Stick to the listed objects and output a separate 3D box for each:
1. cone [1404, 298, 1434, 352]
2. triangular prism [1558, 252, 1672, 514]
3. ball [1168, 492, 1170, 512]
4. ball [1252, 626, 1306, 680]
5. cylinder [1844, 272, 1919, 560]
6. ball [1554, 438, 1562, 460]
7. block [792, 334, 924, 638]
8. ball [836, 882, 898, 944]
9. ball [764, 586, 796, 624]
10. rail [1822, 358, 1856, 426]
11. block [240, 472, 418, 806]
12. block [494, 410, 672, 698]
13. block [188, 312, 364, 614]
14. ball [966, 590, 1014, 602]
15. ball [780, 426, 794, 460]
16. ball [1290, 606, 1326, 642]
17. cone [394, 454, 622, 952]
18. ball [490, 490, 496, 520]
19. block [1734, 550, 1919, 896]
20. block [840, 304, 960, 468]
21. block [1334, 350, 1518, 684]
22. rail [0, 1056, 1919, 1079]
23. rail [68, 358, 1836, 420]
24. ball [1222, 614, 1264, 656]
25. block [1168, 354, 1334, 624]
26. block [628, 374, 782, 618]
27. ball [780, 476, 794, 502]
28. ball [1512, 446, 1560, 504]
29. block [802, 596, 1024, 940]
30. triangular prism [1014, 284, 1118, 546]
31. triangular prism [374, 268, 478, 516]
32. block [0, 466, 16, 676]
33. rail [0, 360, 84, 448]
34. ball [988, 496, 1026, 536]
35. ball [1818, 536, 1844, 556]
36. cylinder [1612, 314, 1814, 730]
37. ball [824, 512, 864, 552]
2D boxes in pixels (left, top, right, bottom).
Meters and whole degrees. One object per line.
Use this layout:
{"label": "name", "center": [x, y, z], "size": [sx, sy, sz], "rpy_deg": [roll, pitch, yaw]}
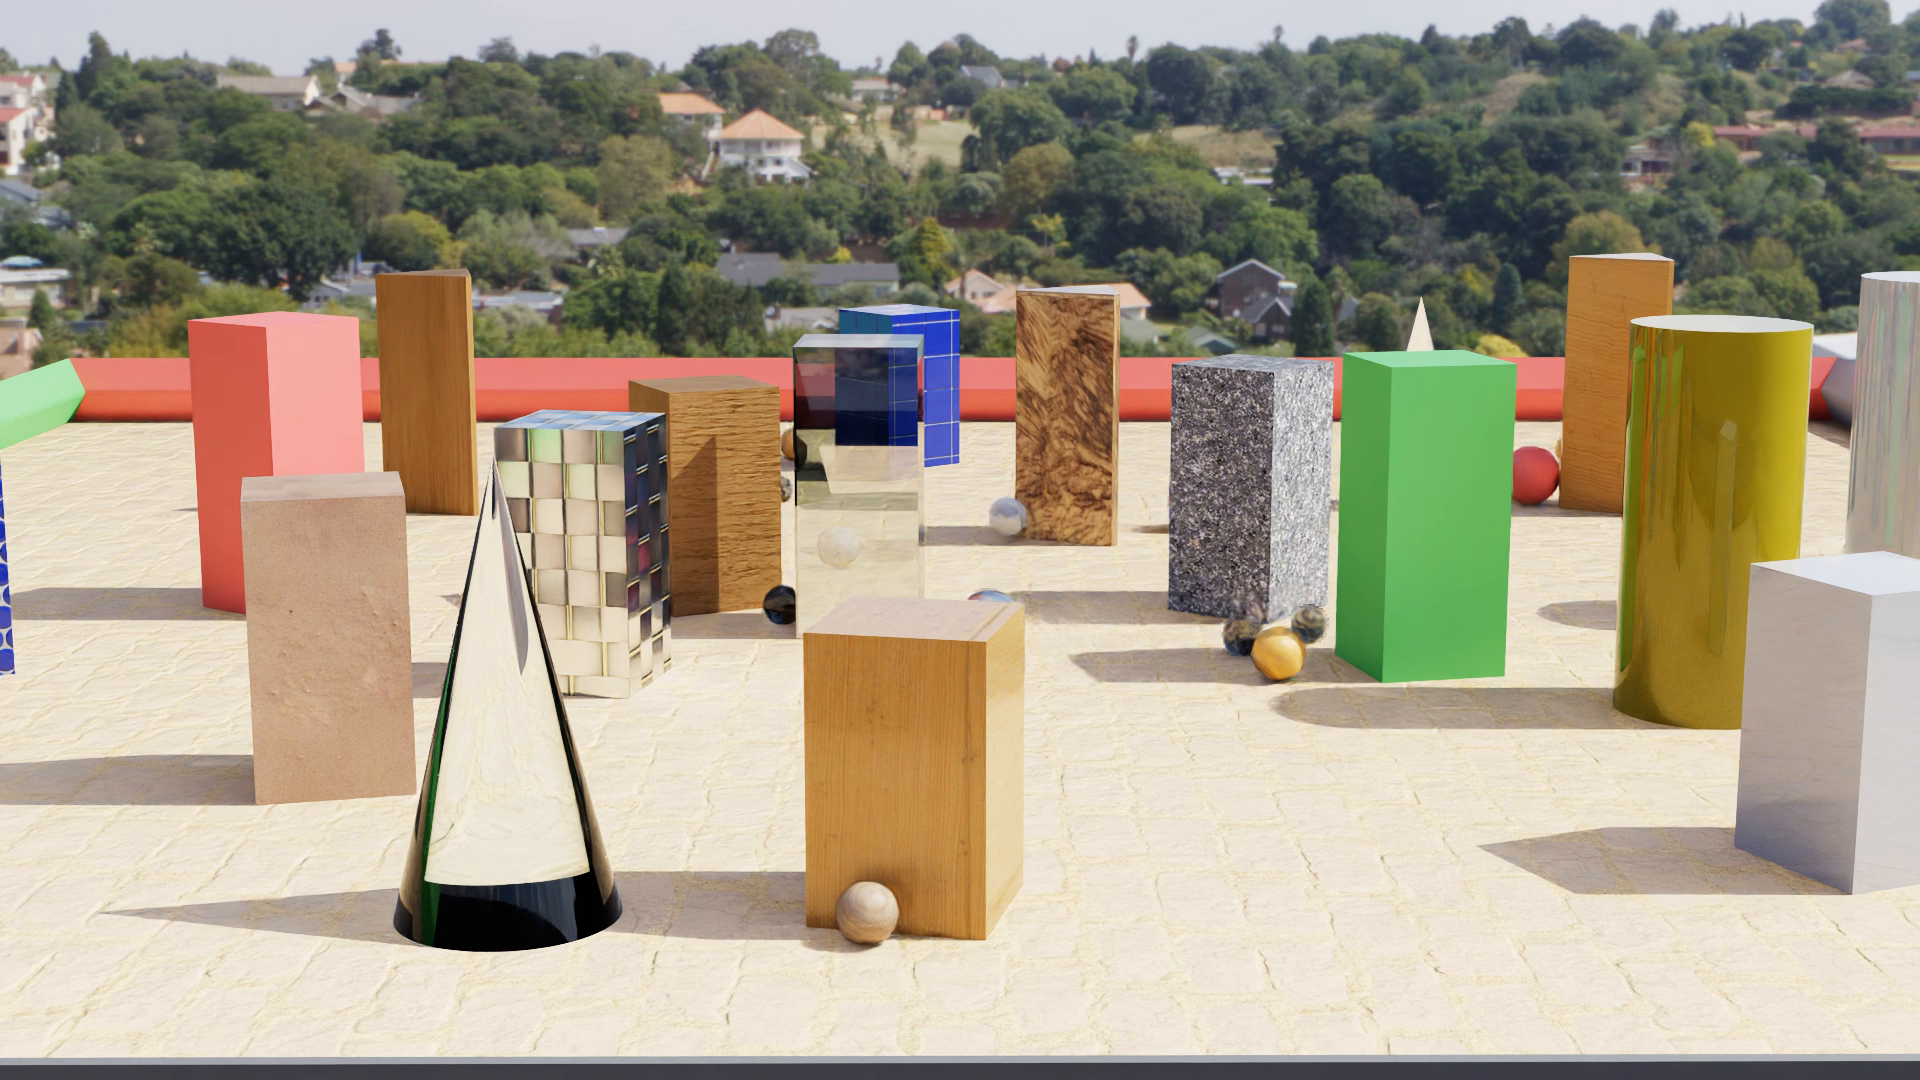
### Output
{"label": "cone", "center": [0.759, -0.228, 4.252], "size": [0.197, 0.350, 0.197], "rpy_deg": [0, 10, 0]}
{"label": "triangular prism", "center": [1.108, -0.262, 4.250], "size": [0.170, 0.417, 0.147], "rpy_deg": [7, 12, 32]}
{"label": "ball", "center": [0.373, -0.060, 4.061], "size": [0.089, 0.089, 0.089], "rpy_deg": [0, 10, 0]}
{"label": "ball", "center": [0.382, 0.136, 3.074], "size": [0.064, 0.064, 0.064], "rpy_deg": [0, 10, 0]}
{"label": "cylinder", "center": [1.281, -0.121, 3.393], "size": [0.197, 0.452, 0.197], "rpy_deg": [0, 10, 0]}
{"label": "ball", "center": [1.124, -0.166, 4.719], "size": [0.057, 0.057, 0.057], "rpy_deg": [0, 10, 0]}
{"label": "block", "center": [-0.129, -0.072, 3.338], "size": [0.157, 0.376, 0.157], "rpy_deg": [0, 11, 2]}
{"label": "ball", "center": [-0.077, 0.313, 2.152], "size": [0.052, 0.052, 0.052], "rpy_deg": [0, 10, 0]}
{"label": "ball", "center": [-0.233, 0.086, 3.378], "size": [0.052, 0.052, 0.052], "rpy_deg": [0, 10, 0]}
{"label": "rail", "center": [1.807, 0.031, 3.459], "size": [0.045, 0.128, 3.805], "rpy_deg": [0, 10, 0]}
{"label": "block", "center": [-0.645, 0.096, 2.620], "size": [0.157, 0.307, 0.157], "rpy_deg": [-3, 11, -14]}
{"label": "block", "center": [-0.446, 0.013, 3.047], "size": [0.157, 0.314, 0.157], "rpy_deg": [2, 11, 11]}
{"label": "block", "center": [-0.921, -0.105, 3.475], "size": [0.157, 0.390, 0.157], "rpy_deg": [7, 13, 34]}
{"label": "ball", "center": [0.037, 0.103, 3.203], "size": [0.082, 0.082, 0.082], "rpy_deg": [0, 10, 0]}
{"label": "ball", "center": [-0.305, -0.180, 4.777], "size": [0.064, 0.064, 0.064], "rpy_deg": [0, 10, 0]}
{"label": "ball", "center": [0.445, 0.108, 3.276], "size": [0.045, 0.045, 0.045], "rpy_deg": [0, 10, 0]}
{"label": "cone", "center": [-0.392, 0.126, 2.192], "size": [0.197, 0.405, 0.197], "rpy_deg": [0, 10, 0]}
{"label": "ball", "center": [-0.703, -0.055, 4.059], "size": [0.080, 0.080, 0.080], "rpy_deg": [0, 10, 0]}
{"label": "block", "center": [0.834, 0.163, 2.356], "size": [0.157, 0.272, 0.157], "rpy_deg": [-4, 11, -23]}
{"label": "block", "center": [-0.111, -0.283, 4.734], "size": [0.157, 0.283, 0.157], "rpy_deg": [-9, 14, -39]}
{"label": "block", "center": [0.563, -0.032, 3.117], "size": [0.157, 0.379, 0.157], "rpy_deg": [-2, 11, -12]}
{"label": "rail", "center": [0.011, 0.375, 1.602], "size": [3.662, 0.128, 0.045], "rpy_deg": [0, 10, 0]}
{"label": "rail", "center": [-0.011, -0.309, 5.296], "size": [3.662, 0.128, 0.045], "rpy_deg": [0, 10, 0]}
{"label": "ball", "center": [0.353, 0.119, 3.195], "size": [0.053, 0.053, 0.053], "rpy_deg": [0, 10, 0]}
{"label": "block", "center": [0.392, -0.073, 3.457], "size": [0.157, 0.334, 0.157], "rpy_deg": [8, 13, 37]}
{"label": "block", "center": [-0.348, -0.064, 3.501], "size": [0.157, 0.301, 0.157], "rpy_deg": [-5, 12, -27]}
{"label": "ball", "center": [-0.304, -0.085, 4.315], "size": [0.047, 0.047, 0.047], "rpy_deg": [0, 10, 0]}
{"label": "ball", "center": [0.957, -0.109, 4.301], "size": [0.098, 0.098, 0.098], "rpy_deg": [0, 10, 0]}
{"label": "block", "center": [-0.037, 0.194, 2.230], "size": [0.157, 0.258, 0.157], "rpy_deg": [2, 11, 13]}
{"label": "triangular prism", "center": [0.195, -0.199, 3.998], "size": [0.170, 0.386, 0.147], "rpy_deg": [5, 12, 26]}
{"label": "triangular prism", "center": [-0.850, -0.249, 4.254], "size": [0.170, 0.391, 0.147], "rpy_deg": [3, 11, 16]}
{"label": "block", "center": [-1.251, -0.024, 3.102], "size": [0.157, 0.368, 0.157], "rpy_deg": [-6, 12, -29]}
{"label": "rail", "center": [-1.807, 0.035, 3.439], "size": [0.045, 0.128, 3.805], "rpy_deg": [0, 10, 0]}
{"label": "ball", "center": [0.073, -0.037, 3.968], "size": [0.060, 0.060, 0.060], "rpy_deg": [0, 10, 0]}
{"label": "ball", "center": [1.275, 0.021, 3.726], "size": [0.053, 0.053, 0.053], "rpy_deg": [0, 10, 0]}
{"label": "cylinder", "center": [0.849, -0.024, 2.902], "size": [0.197, 0.442, 0.197], "rpy_deg": [0, 10, 0]}
{"label": "ball", "center": [-0.175, -0.012, 3.875], "size": [0.063, 0.063, 0.063], "rpy_deg": [0, 10, 0]}
